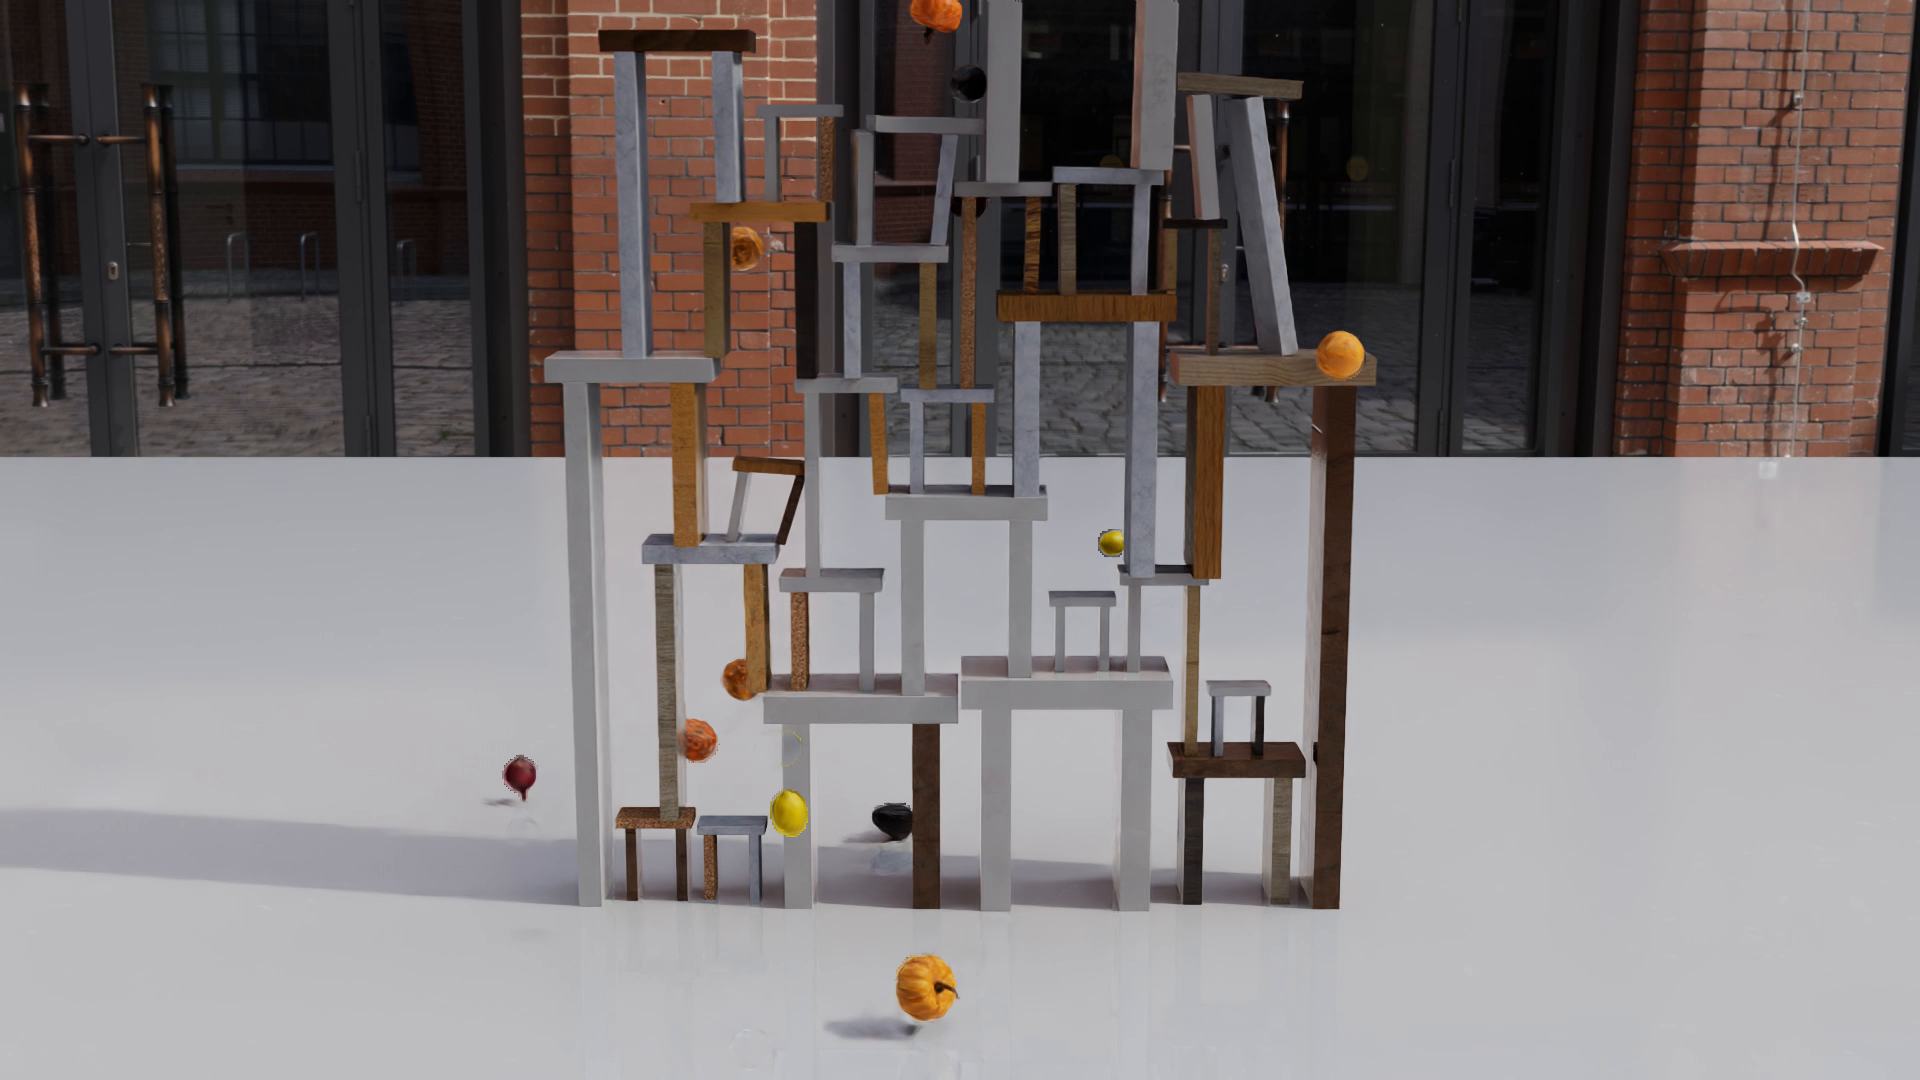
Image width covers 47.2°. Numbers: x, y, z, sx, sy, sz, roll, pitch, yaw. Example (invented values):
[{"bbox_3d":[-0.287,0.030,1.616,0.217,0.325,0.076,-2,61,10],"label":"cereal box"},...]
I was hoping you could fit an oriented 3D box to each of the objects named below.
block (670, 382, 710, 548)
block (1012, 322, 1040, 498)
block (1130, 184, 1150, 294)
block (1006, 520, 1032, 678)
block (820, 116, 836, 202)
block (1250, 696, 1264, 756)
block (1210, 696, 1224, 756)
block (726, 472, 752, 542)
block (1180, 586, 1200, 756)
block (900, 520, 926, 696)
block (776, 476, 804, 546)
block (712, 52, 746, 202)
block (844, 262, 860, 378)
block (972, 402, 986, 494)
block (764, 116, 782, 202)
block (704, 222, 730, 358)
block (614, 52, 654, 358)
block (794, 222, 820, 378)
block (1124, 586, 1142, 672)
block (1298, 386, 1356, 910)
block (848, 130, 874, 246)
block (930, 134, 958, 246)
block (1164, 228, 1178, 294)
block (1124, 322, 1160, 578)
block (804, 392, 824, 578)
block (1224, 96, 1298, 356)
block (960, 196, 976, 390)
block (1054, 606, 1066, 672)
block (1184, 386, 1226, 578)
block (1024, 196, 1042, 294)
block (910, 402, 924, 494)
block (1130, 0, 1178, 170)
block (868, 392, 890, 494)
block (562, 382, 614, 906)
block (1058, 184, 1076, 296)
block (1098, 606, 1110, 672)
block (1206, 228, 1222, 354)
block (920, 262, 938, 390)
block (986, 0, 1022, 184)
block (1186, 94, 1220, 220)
[{"bbox_3d":[-0.434,-0.130,3.539,0.037,0.263,0.131,0,11,2],"label":"block"},{"bbox_3d":[0.105,-0.216,3.519,0.039,0.278,0.139,0,11,0],"label":"block"},{"bbox_3d":[0.284,-0.475,3.469,0.024,0.170,0.085,2,11,2],"label":"block"},{"bbox_3d":[0.097,0.083,3.571,0.036,0.257,0.129,0,11,0],"label":"block"},{"bbox_3d":[-0.207,-0.597,3.452,0.018,0.130,0.065,2,11,1],"label":"block"},{"bbox_3d":[0.489,0.299,3.613,0.014,0.100,0.050,0,11,-1],"label":"block"},{"bbox_3d":[0.423,0.299,3.611,0.014,0.100,0.050,0,11,0],"label":"block"},{"bbox_3d":[-0.356,-0.058,3.552,0.016,0.115,0.058,11,11,1],"label":"block"},{"bbox_3d":[0.377,0.207,3.602,0.020,0.285,0.072,0,11,0],"label":"block"},{"bbox_3d":[-0.075,0.098,3.574,0.036,0.287,0.129,0,11,0],"label":"block"},{"bbox_3d":[-0.272,-0.052,3.553,0.016,0.115,0.058,17,10,-3],"label":"block"},{"bbox_3d":[-0.360,-0.644,3.435,0.032,0.229,0.114,0,11,2],"label":"block"},{"bbox_3d":[-0.171,-0.352,3.486,0.026,0.182,0.091,0,11,-3],"label":"block"},{"bbox_3d":[0.030,-0.152,3.528,0.021,0.148,0.074,0,11,0],"label":"block"},{"bbox_3d":[-0.294,-0.597,3.452,0.018,0.131,0.065,0,11,2],"label":"block"},{"bbox_3d":[-0.385,-0.400,3.491,0.030,0.212,0.106,1,11,0],"label":"block"},{"bbox_3d":[-0.513,-0.526,3.459,0.032,0.470,0.114,0,11,0],"label":"block"},{"bbox_3d":[-0.243,-0.383,3.488,0.030,0.244,0.106,0,10,0],"label":"block"},{"bbox_3d":[0.281,0.138,3.589,0.020,0.144,0.072,0,11,0],"label":"block"},{"bbox_3d":[0.599,0.167,3.591,0.044,0.860,0.154,0,11,0],"label":"block"},{"bbox_3d":[-0.155,-0.552,3.440,0.024,0.171,0.086,-2,16,-11],"label":"block"},{"bbox_3d":[-0.025,-0.551,3.450,0.024,0.171,0.086,6,11,-2],"label":"block"},{"bbox_3d":[0.333,-0.443,3.479,0.014,0.102,0.051,0,11,0],"label":"block"},{"bbox_3d":[0.291,-0.153,3.532,0.039,0.408,0.139,0,11,0],"label":"block"},{"bbox_3d":[-0.235,-0.093,3.536,0.023,0.298,0.081,0,10,0],"label":"block"},{"bbox_3d":[0.472,-0.493,3.456,0.027,0.402,0.095,-13,13,-13],"label":"block"},{"bbox_3d":[0.013,-0.394,3.487,0.022,0.301,0.076,1,11,0],"label":"block"},{"bbox_3d":[0.162,0.156,3.589,0.015,0.108,0.054,0,11,0],"label":"block"},{"bbox_3d":[0.393,-0.104,3.540,0.044,0.308,0.154,0,11,0],"label":"block"},{"bbox_3d":[0.114,-0.467,3.474,0.022,0.152,0.076,2,11,0],"label":"block"},{"bbox_3d":[-0.069,-0.152,3.529,0.021,0.148,0.074,0,11,0],"label":"block"},{"bbox_3d":[0.303,-0.757,3.413,0.050,0.356,0.178,1,11,0],"label":"block"},{"bbox_3d":[-0.130,-0.160,3.530,0.023,0.163,0.081,-2,11,0],"label":"block"},{"bbox_3d":[-0.605,0.165,3.593,0.037,0.863,0.131,0,11,0],"label":"block"},{"bbox_3d":[0.168,-0.475,3.468,0.024,0.170,0.085,-1,11,0],"label":"block"},{"bbox_3d":[0.234,0.156,3.589,0.015,0.108,0.054,0,11,0],"label":"block"},{"bbox_3d":[0.402,-0.396,3.488,0.014,0.197,0.051,0,11,0],"label":"block"},{"bbox_3d":[-0.050,-0.344,3.494,0.026,0.199,0.091,1,11,1],"label":"block"},{"bbox_3d":[0.068,-0.748,3.414,0.050,0.377,0.178,1,11,0],"label":"block"},{"bbox_3d":[0.380,-0.600,3.442,0.027,0.191,0.095,-6,11,0],"label":"block"}]
